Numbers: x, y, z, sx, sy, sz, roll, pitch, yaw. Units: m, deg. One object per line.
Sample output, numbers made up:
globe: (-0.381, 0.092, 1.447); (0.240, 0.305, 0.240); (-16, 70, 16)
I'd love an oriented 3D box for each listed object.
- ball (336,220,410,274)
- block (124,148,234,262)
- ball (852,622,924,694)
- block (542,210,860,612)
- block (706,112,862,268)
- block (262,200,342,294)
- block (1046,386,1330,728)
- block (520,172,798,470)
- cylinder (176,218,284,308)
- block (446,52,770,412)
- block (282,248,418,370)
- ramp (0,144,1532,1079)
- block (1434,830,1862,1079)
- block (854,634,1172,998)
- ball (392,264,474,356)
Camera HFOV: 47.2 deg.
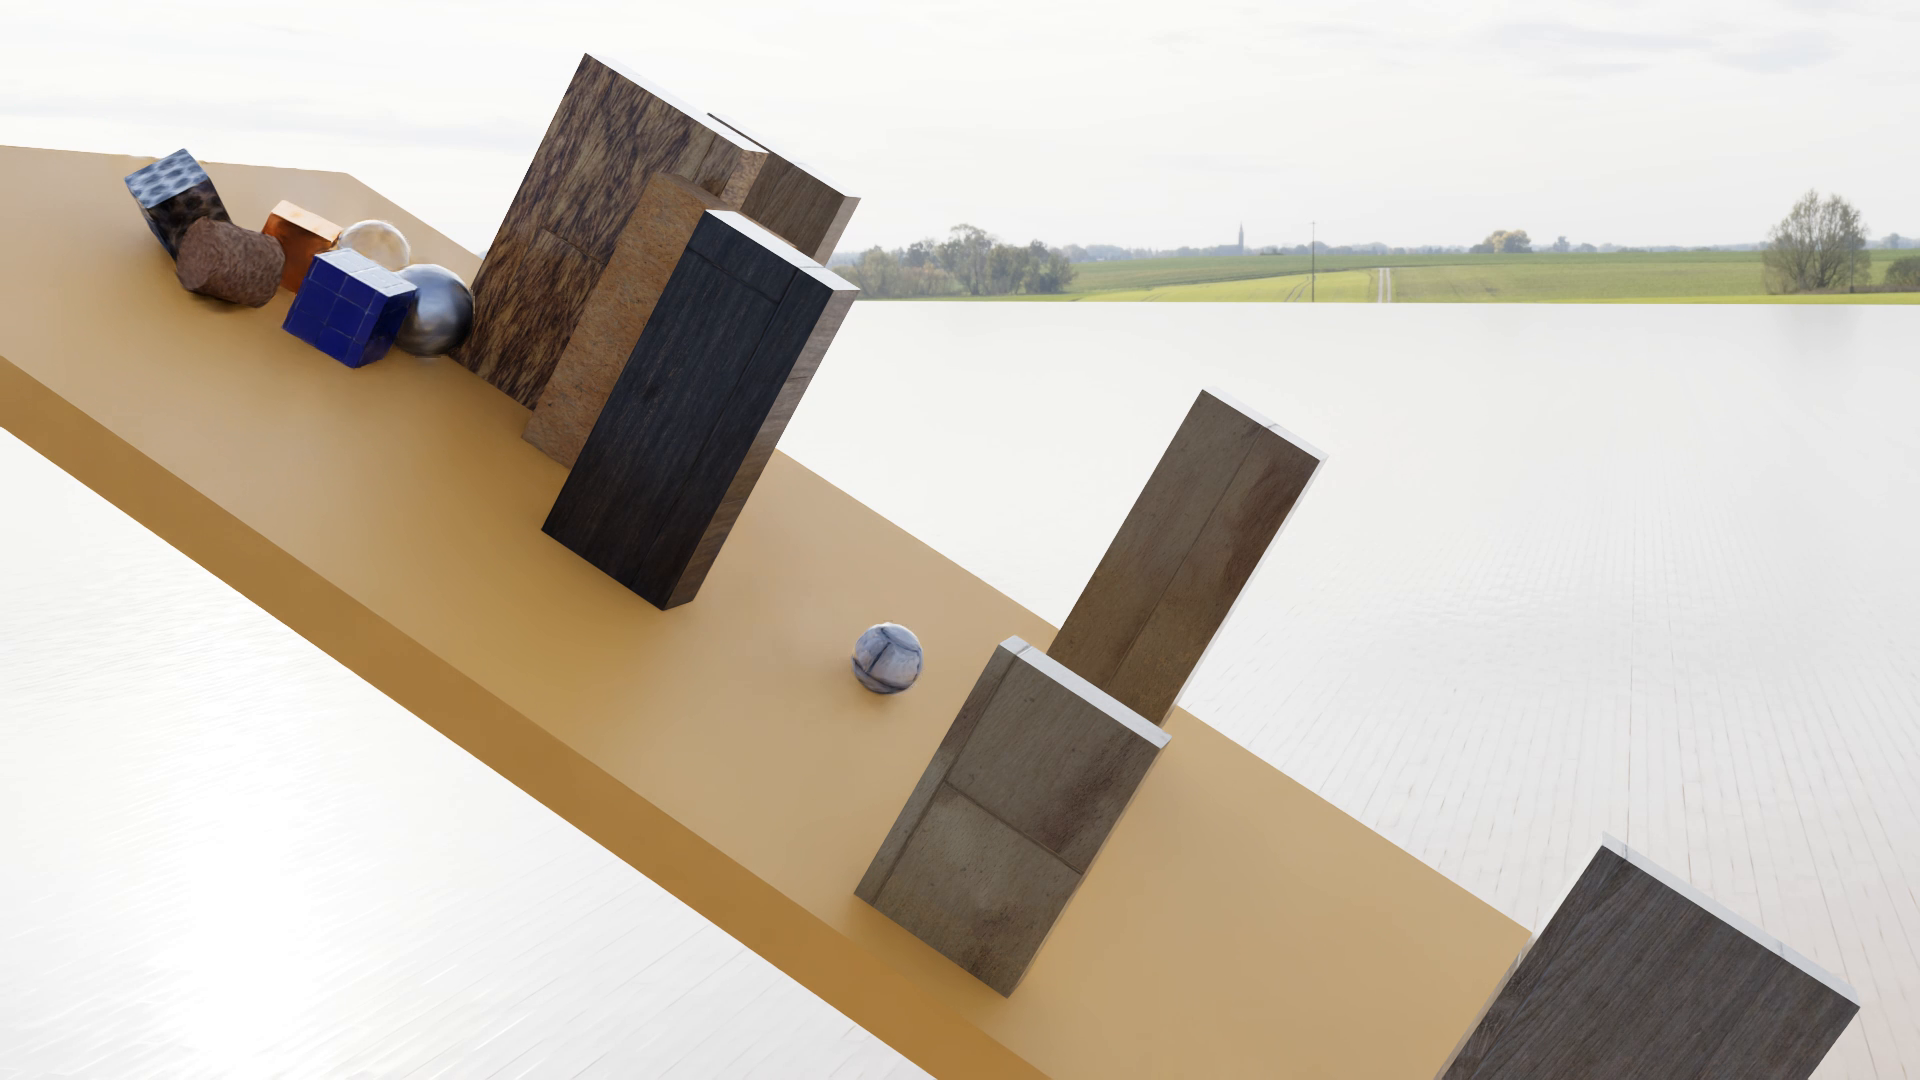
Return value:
ball: (-1.236, -0.597, 4.632); (0.151, 0.151, 0.151); (0, 7, 0)
block: (-1.496, -0.643, 4.217); (0.130, 0.130, 0.130); (-33, 50, -17)
ball: (-0.133, 0.218, 4.038); (0.132, 0.132, 0.132); (0, 7, 0)
block: (-0.460, -0.227, 3.873); (0.271, 0.650, 0.131); (33, 15, 11)
block: (-0.538, -0.575, 4.907); (0.371, 0.645, 0.103); (33, 15, 11)
block: (-1.343, -0.589, 4.439); (0.130, 0.130, 0.130); (26, 15, -15)
block: (0.440, 0.067, 4.477); (0.274, 0.717, 0.131); (33, 15, 11)
block: (-0.588, -0.382, 4.272); (0.280, 0.591, 0.121); (33, 15, 11)
cylinder: (-1.371, -0.521, 4.136); (0.140, 0.140, 0.140); (6, -5, 42)
block: (-0.730, -0.585, 4.485); (0.393, 0.689, 0.128); (33, 15, 11)
block: (-1.172, -0.447, 4.232); (0.159, 0.159, 0.159); (30, 14, 0)
ramp: (-0.183, 0.301, 4.127); (4.000, 0.100, 2.000); (33, 15, 11)
block: (0.935, 0.792, 3.178); (0.403, 0.620, 0.085); (33, 15, 11)
block: (0.074, 0.401, 3.195); (0.273, 0.443, 0.084); (33, 15, 11)
ball: (-1.072, -0.461, 4.418); (0.187, 0.187, 0.187); (0, 7, 0)
